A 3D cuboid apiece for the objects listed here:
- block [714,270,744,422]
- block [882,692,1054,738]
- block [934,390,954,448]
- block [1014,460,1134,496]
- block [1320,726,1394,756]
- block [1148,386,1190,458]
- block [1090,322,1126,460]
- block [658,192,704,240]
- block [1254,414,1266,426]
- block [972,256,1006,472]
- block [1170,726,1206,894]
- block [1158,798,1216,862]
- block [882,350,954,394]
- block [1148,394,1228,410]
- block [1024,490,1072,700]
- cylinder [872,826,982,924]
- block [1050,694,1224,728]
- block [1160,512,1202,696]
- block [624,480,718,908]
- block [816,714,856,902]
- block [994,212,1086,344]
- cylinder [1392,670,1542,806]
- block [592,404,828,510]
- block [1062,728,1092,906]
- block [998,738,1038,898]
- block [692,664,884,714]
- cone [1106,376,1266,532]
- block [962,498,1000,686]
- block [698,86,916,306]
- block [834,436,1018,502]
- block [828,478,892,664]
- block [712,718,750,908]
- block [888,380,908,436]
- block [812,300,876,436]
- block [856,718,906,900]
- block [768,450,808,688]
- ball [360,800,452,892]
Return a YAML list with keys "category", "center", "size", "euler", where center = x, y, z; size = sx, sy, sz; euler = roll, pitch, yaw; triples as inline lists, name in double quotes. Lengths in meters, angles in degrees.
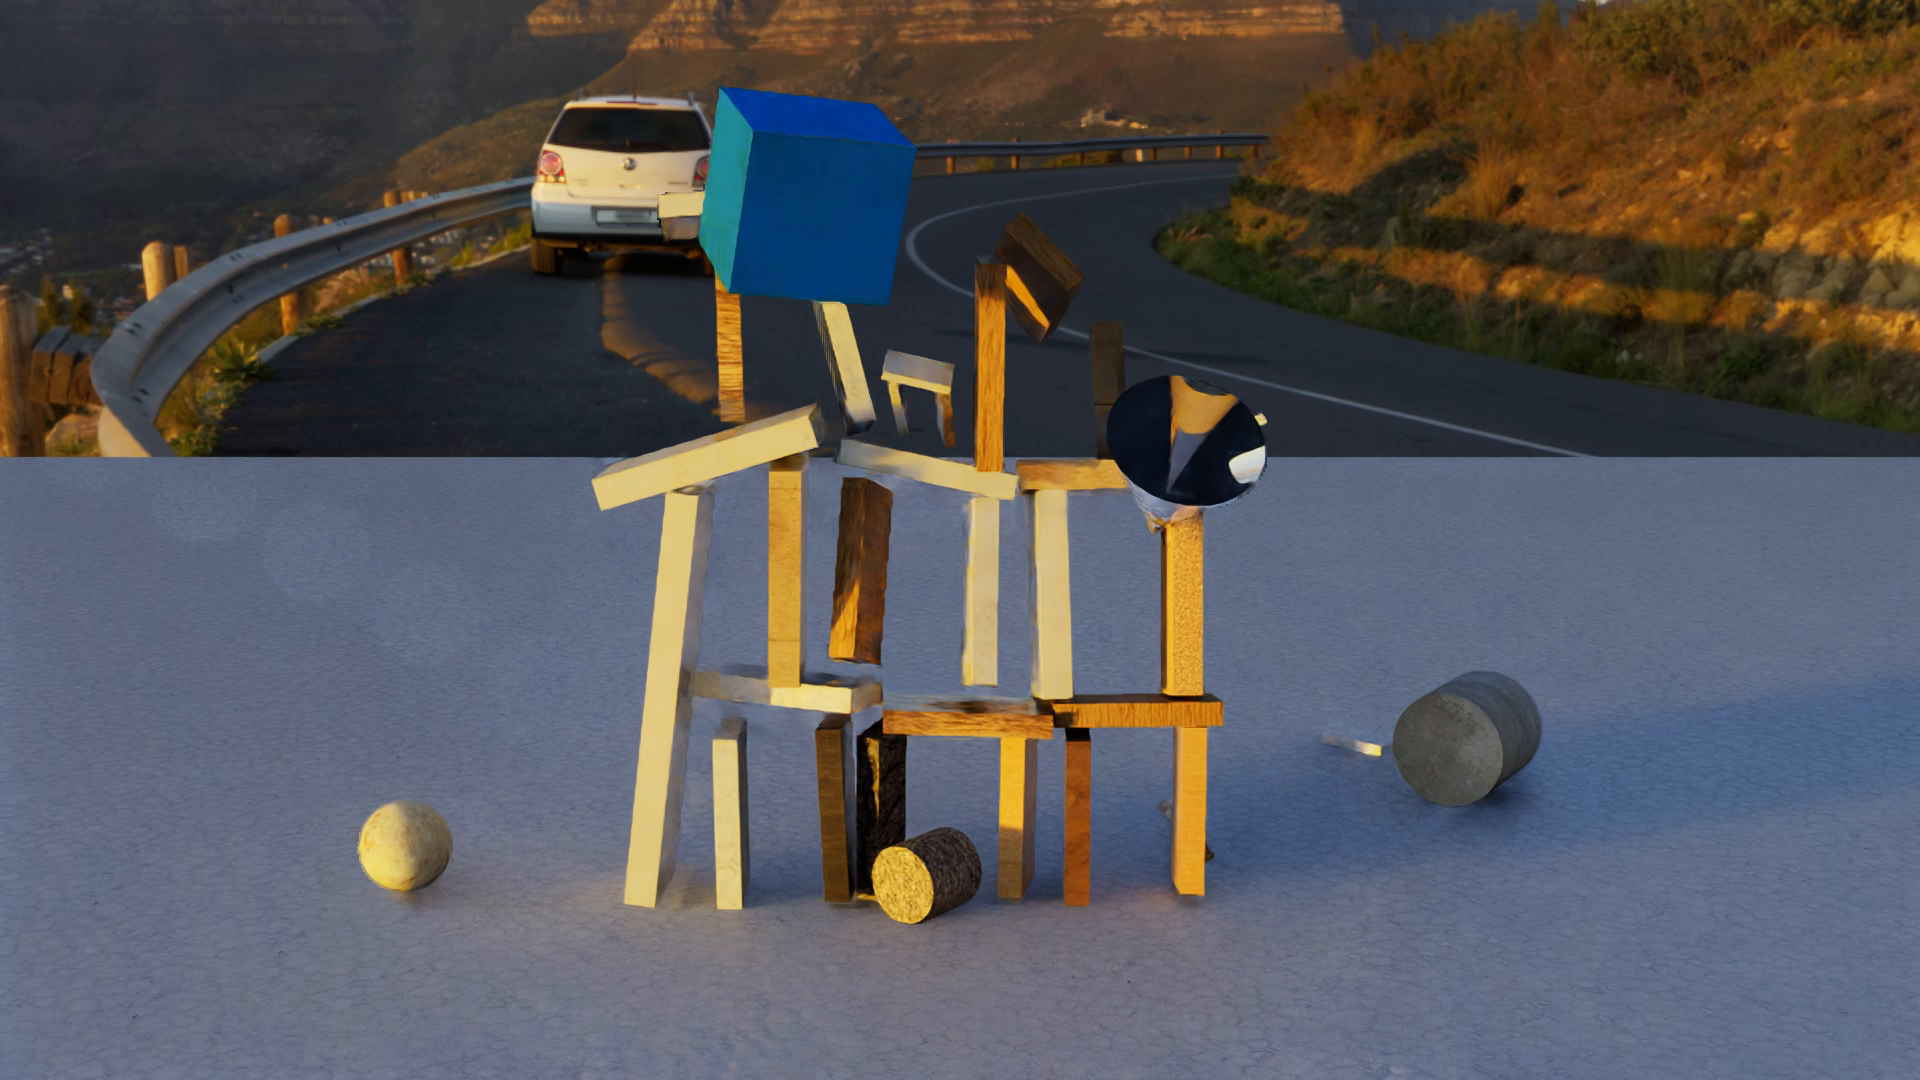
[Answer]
- category: "block"
  center: [-0.372, -0.336, 3.549]
  size: [0.037, 0.264, 0.132]
  euler: [-2, -11, -5]
- category: "block"
  center: [0.012, 0.289, 3.629]
  size: [0.276, 0.039, 0.138]
  euler: [2, 8, -1]
- category: "block"
  center: [-0.026, -0.211, 3.587]
  size: [0.016, 0.112, 0.056]
  euler: [-12, 45, -7]
- category: "block"
  center: [0.263, -0.104, 3.677]
  size: [0.338, 0.048, 0.169]
  euler: [-1, -3, -1]
- category: "block"
  center: [0.829, 0.415, 4.550]
  size: [0.152, 0.022, 0.076]
  euler: [10, 14, 43]
- category: "block"
  center: [0.373, -0.208, 3.938]
  size: [0.018, 0.129, 0.064]
  euler: [23, 44, 0]
- category: "block"
  center: [0.269, -0.245, 3.933]
  size: [0.041, 0.290, 0.145]
  euler: [-2, 5, 11]
- category: "block"
  center: [-0.358, -0.539, 3.615]
  size: [0.264, 0.037, 0.132]
  euler: [-5, -8, -4]
- category: "block"
  center: [0.447, -0.170, 3.661]
  size: [0.129, 0.018, 0.064]
  euler: [-29, -2, -2]
- category: "block"
  center: [0.047, -0.286, 3.547]
  size: [0.041, 0.331, 0.145]
  euler: [0, 12, -2]
- category: "block"
  center: [0.381, 0.440, 3.668]
  size: [0.039, 0.276, 0.138]
  euler: [1, 2, -1]
- category: "block"
  center: [0.398, 0.513, 3.884]
  size: [0.022, 0.076, 0.152]
  euler: [-39, 15, -2]
- category: "block"
  center: [-0.067, -0.270, 3.529]
  size: [0.112, 0.016, 0.056]
  euler: [12, 45, -5]
- category: "block"
  center: [0.386, -0.233, 3.713]
  size: [0.129, 0.018, 0.064]
  euler: [-4, 3, 12]
- category: "block"
  center: [0.146, 0.091, 3.650]
  size: [0.048, 0.338, 0.169]
  euler: [-1, -2, -5]
- category: "cylinder"
  center: [-0.054, 0.543, 3.572]
  size: [0.127, 0.127, 0.127]
  euler: [8, 13, 37]
- category: "block"
  center: [0.289, 0.283, 3.657]
  size: [0.276, 0.039, 0.138]
  euler: [-1, 2, -2]
- category: "block"
  center: [0.368, 0.088, 3.664]
  size: [0.048, 0.338, 0.169]
  euler: [0, -3, -2]
- category: "block"
  center: [-0.475, 0.247, 3.614]
  size: [0.051, 0.685, 0.180]
  euler: [8, 10, 2]
- category: "block"
  center: [-0.202, 0.442, 3.653]
  size: [0.040, 0.285, 0.143]
  euler: [-2, 6, 5]
- category: "block"
  center: [0.118, -0.432, 3.654]
  size: [0.041, 0.145, 0.290]
  euler: [-43, -4, -13]
- category: "cylinder"
  center: [0.972, 0.378, 4.212]
  size: [0.216, 0.216, 0.216]
  euler: [7, 12, 32]
- category: "block"
  center: [-0.399, -0.136, 3.547]
  size: [0.359, 0.051, 0.180]
  euler: [-16, 9, 4]
- category: "block"
  center: [0.193, 0.451, 3.651]
  size: [0.039, 0.276, 0.138]
  euler: [0, 9, 1]
- category: "block"
  center: [0.098, 0.445, 3.678]
  size: [0.039, 0.276, 0.138]
  euler: [3, 8, 11]
- category: "block"
  center: [-0.287, 0.246, 3.668]
  size: [0.285, 0.040, 0.143]
  euler: [5, 4, 19]
- category: "cone"
  center: [0.333, -0.084, 3.499]
  size: [0.251, 0.251, 0.251]
  euler: [4, -35, -6]
- category: "block"
  center: [0.033, 0.089, 3.645]
  size: [0.042, 0.304, 0.147]
  euler: [1, -5, -7]
- category: "block"
  center: [-0.239, -0.526, 3.361]
  size: [0.248, 0.248, 0.248]
  euler: [3, 25, -20]
- category: "block"
  center: [-0.059, -0.118, 3.637]
  size: [0.293, 0.042, 0.147]
  euler: [12, 2, -6]
- category: "block"
  center: [-0.162, 0.054, 3.634]
  size: [0.042, 0.293, 0.147]
  euler: [2, -6, 15]
- category: "block"
  center: [-0.378, 0.450, 3.640]
  size: [0.040, 0.285, 0.143]
  euler: [0, 11, 0]
- category: "block"
  center: [-0.100, -0.230, 3.580]
  size: [0.016, 0.112, 0.056]
  euler: [-5, 48, 5]
- category: "block"
  center: [-0.205, -0.348, 3.613]
  size: [0.037, 0.339, 0.132]
  euler: [-15, -3, -9]
- category: "block"
  center: [-0.131, 0.447, 3.680]
  size: [0.039, 0.276, 0.138]
  euler: [4, 11, 17]
- category: "block"
  center: [-0.280, 0.043, 3.595]
  size: [0.051, 0.359, 0.180]
  euler: [1, 15, -1]
- category: "ball"
  center: [-0.927, 0.511, 3.681]
  size: [0.151, 0.151, 0.151]
  euler: [0, 11, 0]
